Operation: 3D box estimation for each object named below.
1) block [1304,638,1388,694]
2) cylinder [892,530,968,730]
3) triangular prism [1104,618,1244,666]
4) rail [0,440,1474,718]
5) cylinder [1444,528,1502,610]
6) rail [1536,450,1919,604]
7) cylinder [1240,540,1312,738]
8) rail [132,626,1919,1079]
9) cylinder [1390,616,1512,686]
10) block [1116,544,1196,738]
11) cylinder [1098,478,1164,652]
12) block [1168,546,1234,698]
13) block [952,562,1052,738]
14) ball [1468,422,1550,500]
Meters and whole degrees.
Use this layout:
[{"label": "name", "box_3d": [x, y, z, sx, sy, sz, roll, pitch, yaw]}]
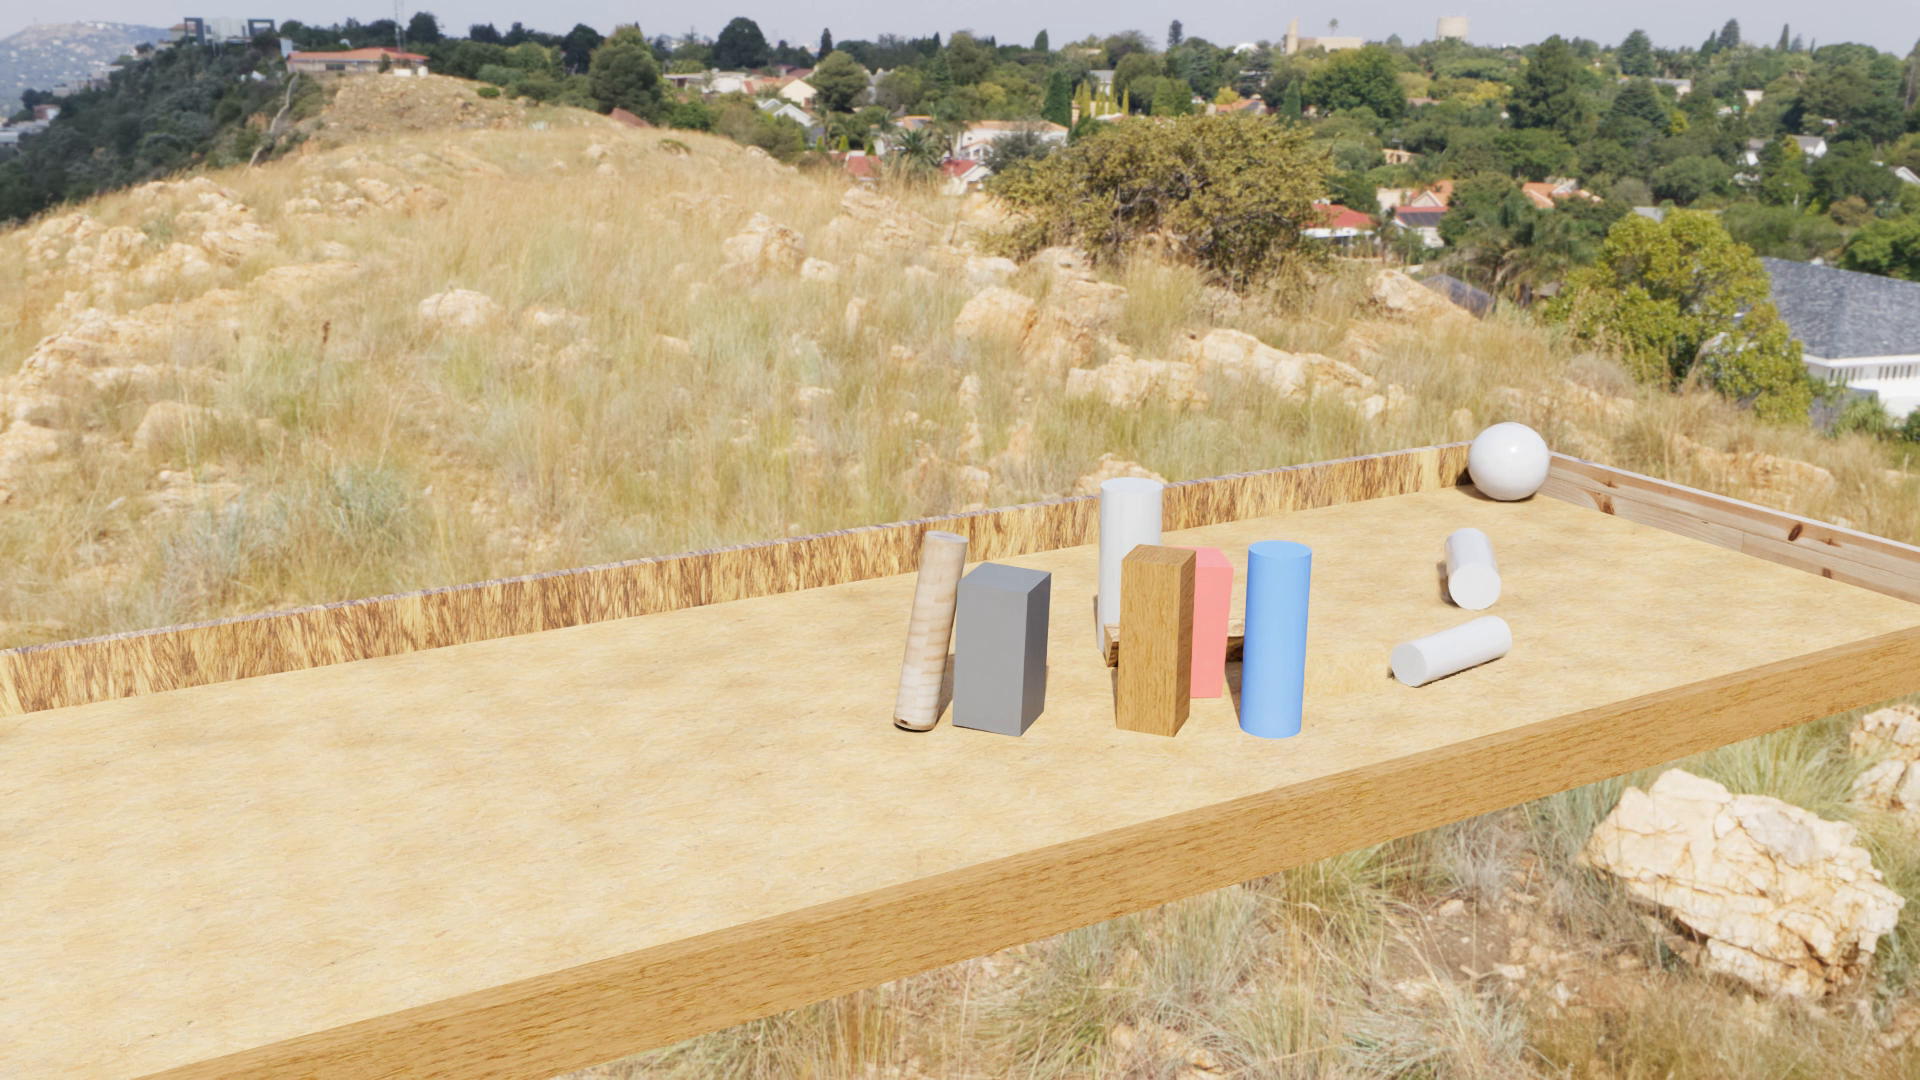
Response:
[{"label": "block", "box_3d": [0.895, 0.314, 4.105, 0.309, 0.102, 0.102, -1, 16, -3]}, {"label": "cylinder", "box_3d": [-0.069, 0.210, 3.819, 0.101, 0.452, 0.101, 10, 12, -2]}, {"label": "triangular prism", "box_3d": [0.561, 0.248, 4.256, 0.371, 0.111, 0.097, -2, 48, -7]}, {"label": "rail", "box_3d": [-3.305, 0.497, 3.399, 12.000, 0.150, 0.050, -9, 18, -27]}, {"label": "cylinder", "box_3d": [1.496, 0.081, 4.826, 0.141, 0.141, 0.364, 4, 17, 13]}, {"label": "rail", "box_3d": [2.466, -0.048, 5.253, 0.050, 0.150, 2.100, -9, 18, -27]}, {"label": "cylinder", "box_3d": [0.727, 0.229, 3.804, 0.142, 0.434, 0.142, 0, 16, 0]}, {"label": "rail", "box_3d": [-2.336, 1.006, 1.665, 12.000, 0.150, 0.050, -9, 18, -27]}, {"label": "cylinder", "box_3d": [1.255, 0.281, 4.204, 0.350, 0.111, 0.111, -12, 20, -36]}, {"label": "block", "box_3d": [0.456, 0.232, 3.832, 0.138, 0.413, 0.138, 7, 18, 21]}, {"label": "cylinder", "box_3d": [0.444, 0.071, 4.321, 0.162, 0.444, 0.162, 0, 18, 0]}, {"label": "block", "box_3d": [0.558, 0.201, 4.066, 0.168, 0.334, 0.168, 1, 16, -4]}, {"label": "block", "box_3d": [0.098, 0.253, 3.857, 0.169, 0.352, 0.169, 9, 18, 20]}, {"label": "ball", "box_3d": [1.930, -0.276, 5.805, 0.276, 0.276, 0.276, 0, 16, 0]}]
